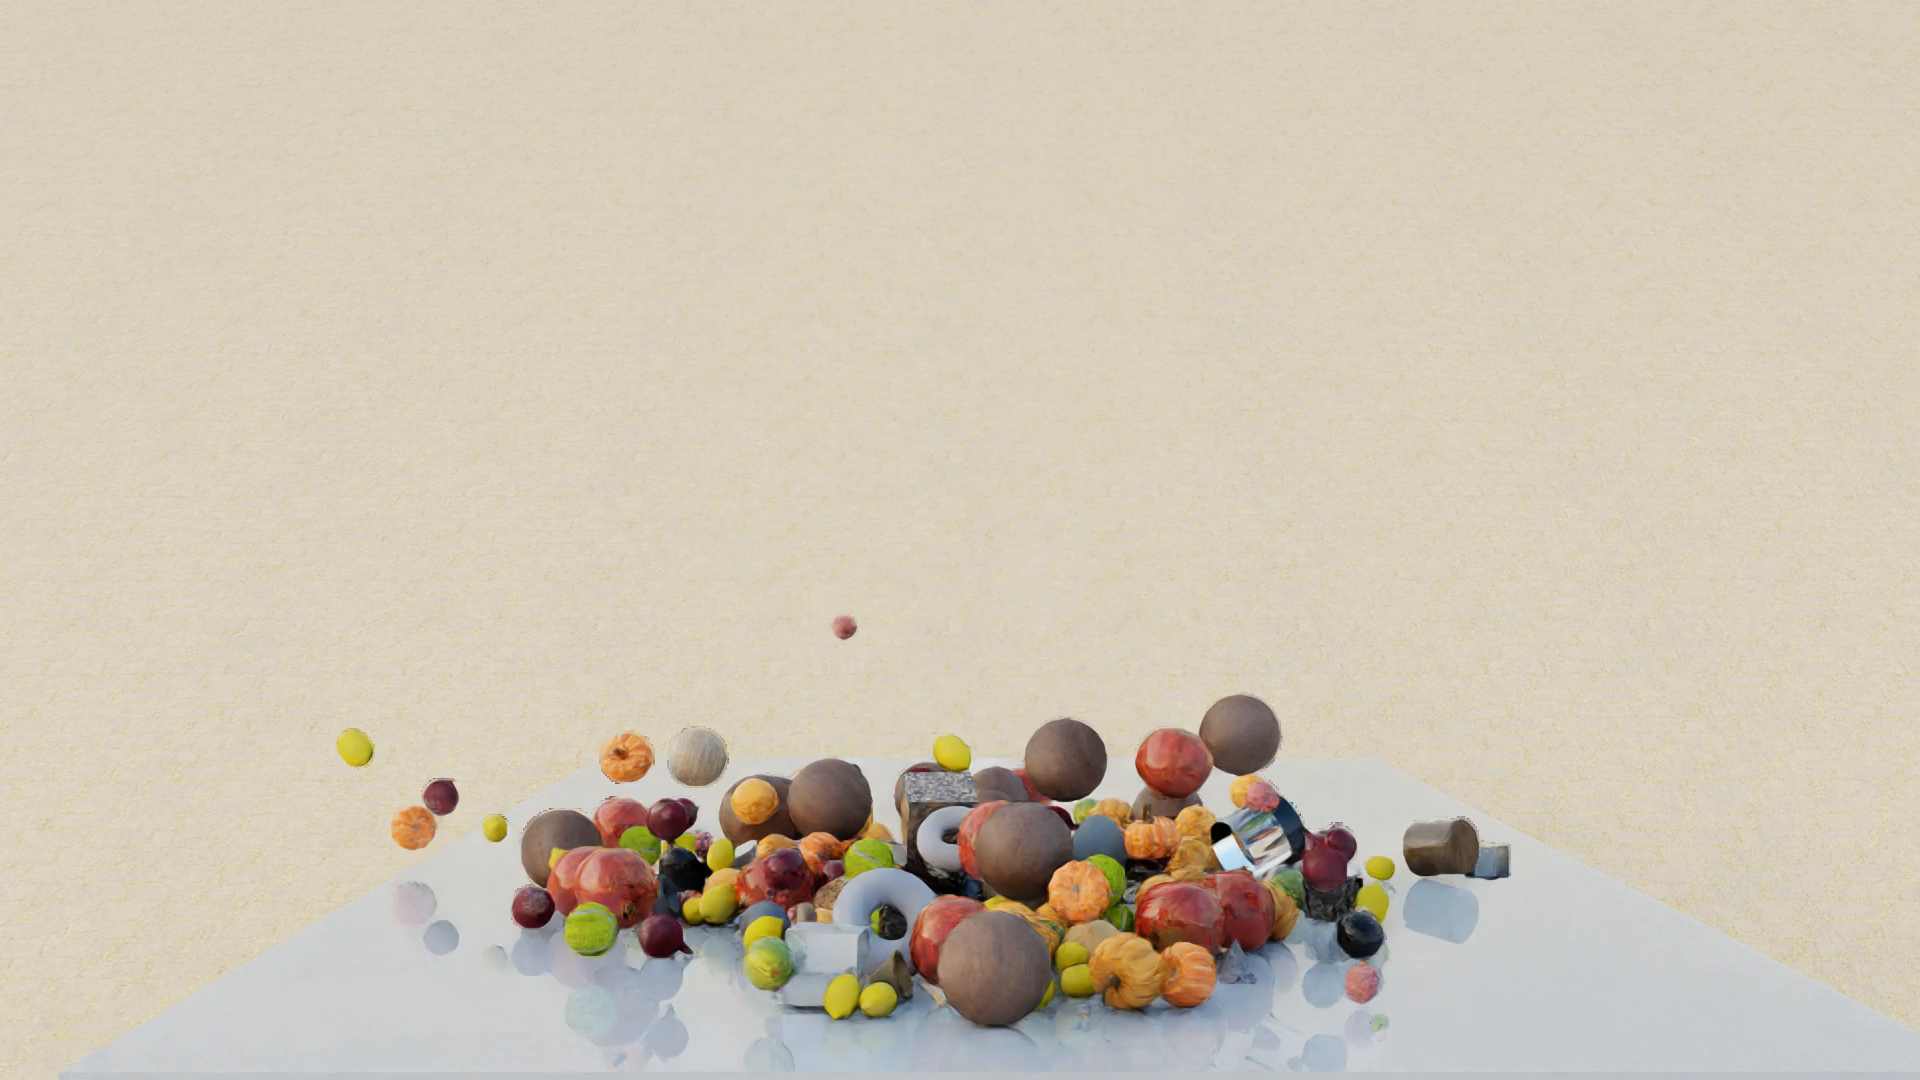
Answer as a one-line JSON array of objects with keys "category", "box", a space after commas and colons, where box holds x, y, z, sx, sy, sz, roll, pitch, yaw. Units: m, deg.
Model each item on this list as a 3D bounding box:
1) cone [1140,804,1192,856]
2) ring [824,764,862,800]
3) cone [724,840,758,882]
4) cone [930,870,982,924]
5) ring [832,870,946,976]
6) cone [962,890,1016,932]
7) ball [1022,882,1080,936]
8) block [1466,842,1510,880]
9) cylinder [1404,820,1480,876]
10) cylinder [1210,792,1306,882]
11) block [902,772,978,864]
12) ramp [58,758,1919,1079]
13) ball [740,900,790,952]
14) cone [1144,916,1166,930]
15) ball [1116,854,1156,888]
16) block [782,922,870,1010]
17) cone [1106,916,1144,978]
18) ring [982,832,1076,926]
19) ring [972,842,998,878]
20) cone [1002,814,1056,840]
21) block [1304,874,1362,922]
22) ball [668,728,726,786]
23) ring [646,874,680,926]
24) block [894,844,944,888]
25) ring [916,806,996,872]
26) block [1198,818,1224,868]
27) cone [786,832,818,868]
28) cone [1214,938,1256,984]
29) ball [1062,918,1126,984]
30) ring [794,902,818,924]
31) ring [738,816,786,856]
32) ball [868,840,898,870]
[{"category": "cone", "box": [0.373, 0.533, 4.572, 0.096, 0.096, 0.096, -4, 27, -6]}, {"category": "ring", "box": [-0.222, 0.458, 4.886, 0.029, 0.087, 0.087, 47, 45, 7]}, {"category": "cone", "box": [-0.319, 0.495, 3.921, 0.057, 0.057, 0.057, -27, 11, 6]}, {"category": "cone", "box": [0.002, 0.514, 3.684, 0.083, 0.083, 0.083, -4, 4, -7]}, {"category": "ring", "box": [-0.089, 0.481, 3.250, 0.146, 0.049, 0.146, 7, 60, -12]}, {"category": "cone", "box": [0.052, 0.496, 3.640, 0.081, 0.081, 0.081, 10, 61, 16]}, {"category": "ball", "box": [0.120, 0.504, 3.611, 0.096, 0.096, 0.096, 0, 30, 0]}, {"category": "block", "box": [0.866, 0.528, 4.251, 0.052, 0.052, 0.052, 0, 0, 41]}, {"category": "cylinder", "box": [0.785, 0.502, 4.222, 0.088, 0.088, 0.088, -11, 16, 44]}, {"category": "cylinder", "box": [0.409, 0.407, 3.547, 0.092, 0.092, 0.092, -26, 39, -26]}, {"category": "block", "box": [-0.031, 0.401, 3.738, 0.099, 0.099, 0.099, -1, 20, -6]}, {"category": "ramp", "box": [0.068, 0.605, 4.671, 2.000, 0.100, 4.000, 0, 0, 0]}, {"category": "ball", "box": [-0.261, 0.518, 3.469, 0.068, 0.068, 0.068, 0, 30, 0]}, {"category": "cone", "box": [0.241, 0.525, 3.568, 0.062, 0.062, 0.062, -36, 33, 6]}, {"category": "ball", "box": [0.266, 0.518, 3.977, 0.070, 0.070, 0.070, 0, 30, 0]}, {"category": "block", "box": [-0.159, 0.504, 3.073, 0.086, 0.086, 0.086, 3, -1, 7]}, {"category": "cone", "box": [0.191, 0.509, 3.266, 0.072, 0.072, 0.072, -9, 5, 1]}, {"category": "ring", "box": [0.094, 0.466, 3.556, 0.135, 0.045, 0.135, -8, 63, 17]}, {"category": "ring", "box": [-0.007, 0.501, 4.197, 0.137, 0.046, 0.137, -1, 44, 1]}, {"category": "cone", "box": [0.102, 0.511, 4.262, 0.092, 0.092, 0.092, 10, 70, 17]}, {"category": "block", "box": [0.545, 0.522, 3.779, 0.060, 0.060, 0.060, 0, 0, -35]}, {"category": "ball", "box": [-0.351, 0.291, 3.457, 0.078, 0.078, 0.078, 0, 30, 0]}, {"category": "ring", "box": [-0.425, 0.516, 3.711, 0.026, 0.077, 0.077, -20, 28, 13]}, {"category": "block", "box": [-0.057, 0.499, 3.815, 0.080, 0.080, 0.080, -2, 17, 0]}, {"category": "ring", "box": [-0.006, 0.419, 3.627, 0.112, 0.037, 0.112, -2, 40, 2]}, {"category": "block", "box": [0.451, 0.516, 4.403, 0.077, 0.077, 0.077, 0, 0, 16]}, {"category": "cone", "box": [-0.257, 0.518, 4.362, 0.058, 0.058, 0.058, 16, -7, 2]}, {"category": "cone", "box": [0.343, 0.523, 3.231, 0.055, 0.055, 0.055, 0, 0, 0]}, {"category": "ball", "box": [0.166, 0.510, 3.211, 0.081, 0.081, 0.081, 0, 30, 0]}, {"category": "ring", "box": [-0.196, 0.499, 3.299, 0.025, 0.075, 0.075, -3, 31, -11]}, {"category": "ring", "box": [-0.344, 0.516, 4.477, 0.098, 0.098, 0.033, -29, 73, -39]}, {"category": "ball", "box": [-0.119, 0.522, 4.231, 0.064, 0.064, 0.064, 0, 30, 0]}]
